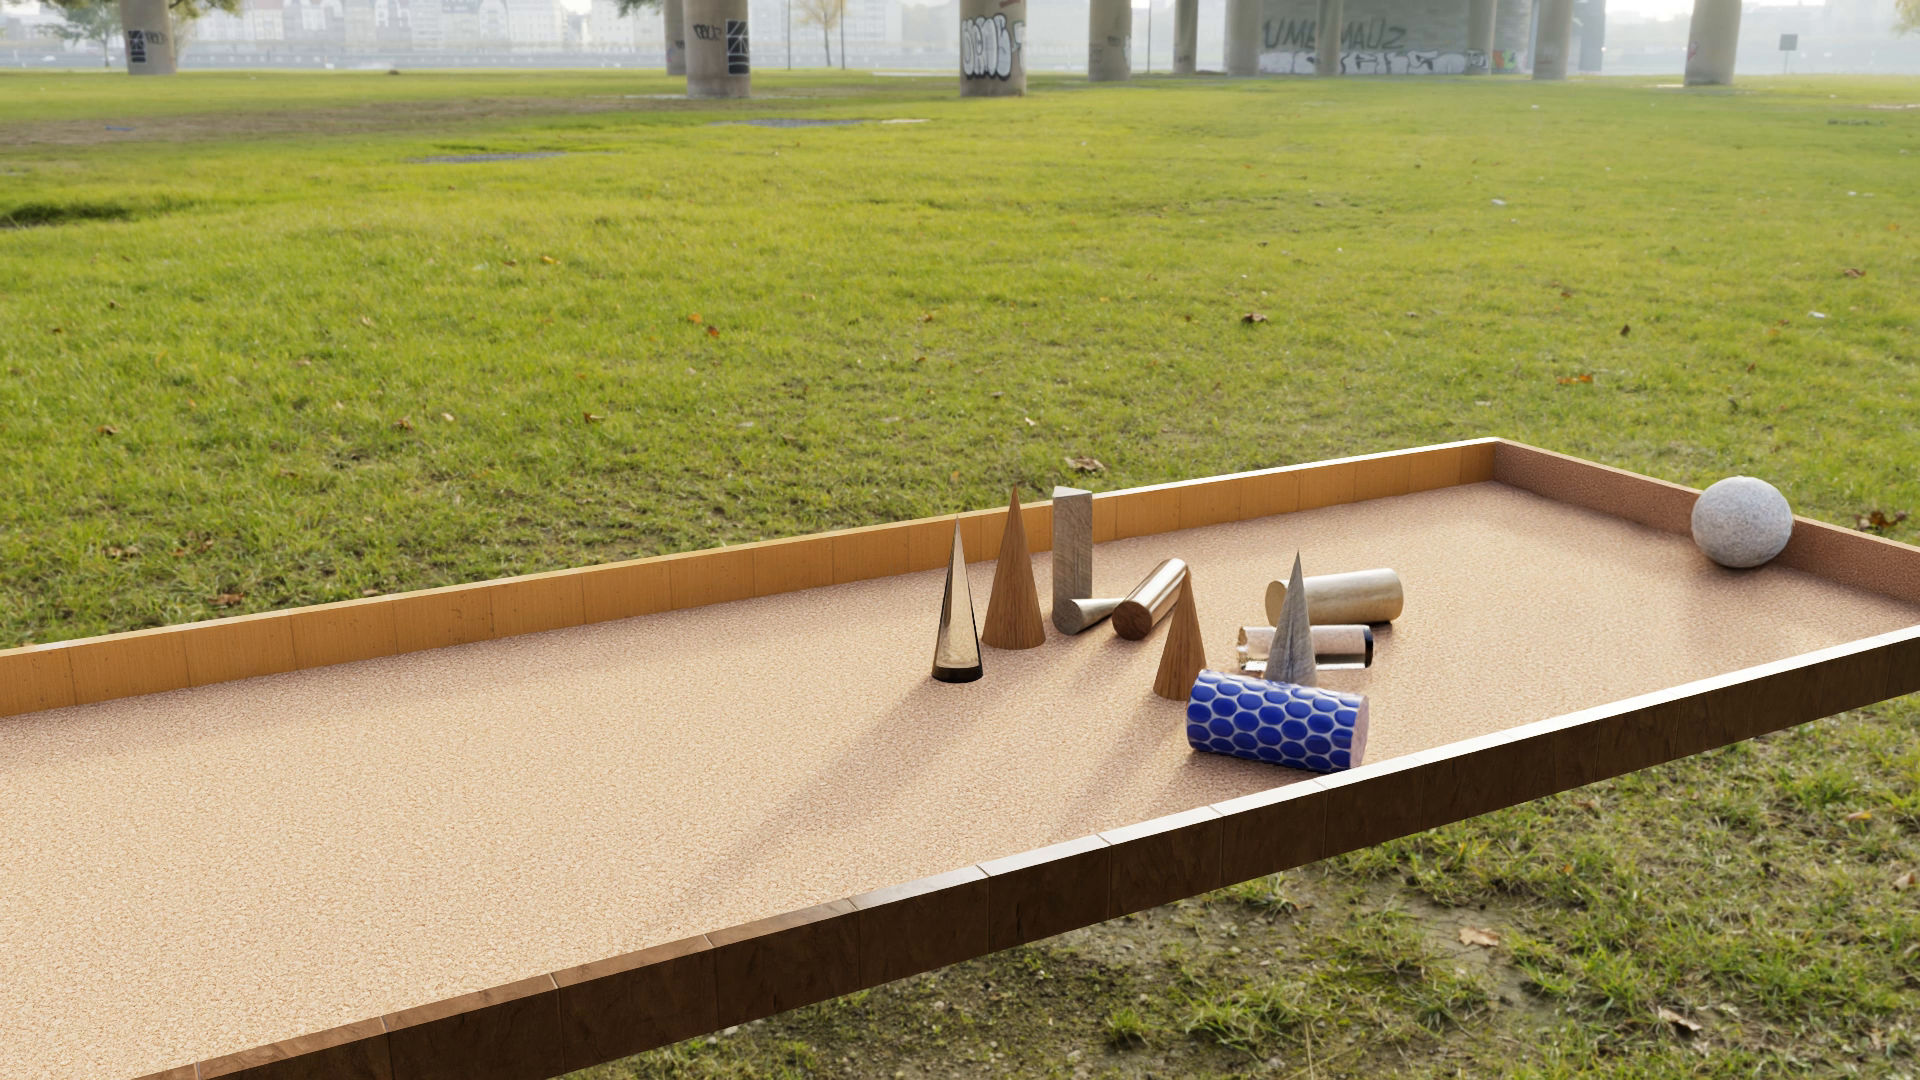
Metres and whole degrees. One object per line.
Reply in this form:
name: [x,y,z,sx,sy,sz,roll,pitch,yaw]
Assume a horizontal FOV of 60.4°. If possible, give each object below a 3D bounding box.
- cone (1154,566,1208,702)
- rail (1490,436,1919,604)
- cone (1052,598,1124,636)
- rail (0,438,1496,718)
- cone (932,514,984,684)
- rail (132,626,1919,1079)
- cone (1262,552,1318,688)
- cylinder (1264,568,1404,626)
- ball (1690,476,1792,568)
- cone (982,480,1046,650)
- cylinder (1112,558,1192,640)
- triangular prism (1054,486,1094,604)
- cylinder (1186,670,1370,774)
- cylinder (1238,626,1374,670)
cone: [0.551,0.216,4.043,0.145,0.325,0.145,0,16,0]
rail: [2.466,-0.048,5.253,0.050,0.150,2.100,-9,18,-27]
cone: [0.410,0.188,4.626,0.100,0.100,0.399,12,13,36]
rail: [-3.305,0.497,3.399,12.000,0.150,0.050,-9,18,-27]
cone: [-0.007,0.136,4.136,0.134,0.426,0.134,0,16,0]
rail: [-2.336,1.006,1.665,12.000,0.150,0.050,-9,18,-27]
cone: [0.776,0.222,3.843,0.169,0.426,0.169,0,16,0]
cylinder: [1.026,0.167,4.524,0.346,0.147,0.147,-6,17,-18]
ball: [2.387,-0.054,5.042,0.281,0.281,0.281,0,16,0]
cone: [0.145,0.054,4.386,0.173,0.442,0.173,0,16,0]
cylinder: [0.540,0.162,4.607,0.111,0.111,0.422,7,18,21]
triangular prism: [0.292,0.034,4.604,0.121,0.357,0.105,-8,18,-22]
cylinder: [0.706,0.404,3.664,0.365,0.179,0.179,8,18,25]
cylinder: [0.883,0.276,4.222,0.321,0.110,0.110,-1,16,-3]
